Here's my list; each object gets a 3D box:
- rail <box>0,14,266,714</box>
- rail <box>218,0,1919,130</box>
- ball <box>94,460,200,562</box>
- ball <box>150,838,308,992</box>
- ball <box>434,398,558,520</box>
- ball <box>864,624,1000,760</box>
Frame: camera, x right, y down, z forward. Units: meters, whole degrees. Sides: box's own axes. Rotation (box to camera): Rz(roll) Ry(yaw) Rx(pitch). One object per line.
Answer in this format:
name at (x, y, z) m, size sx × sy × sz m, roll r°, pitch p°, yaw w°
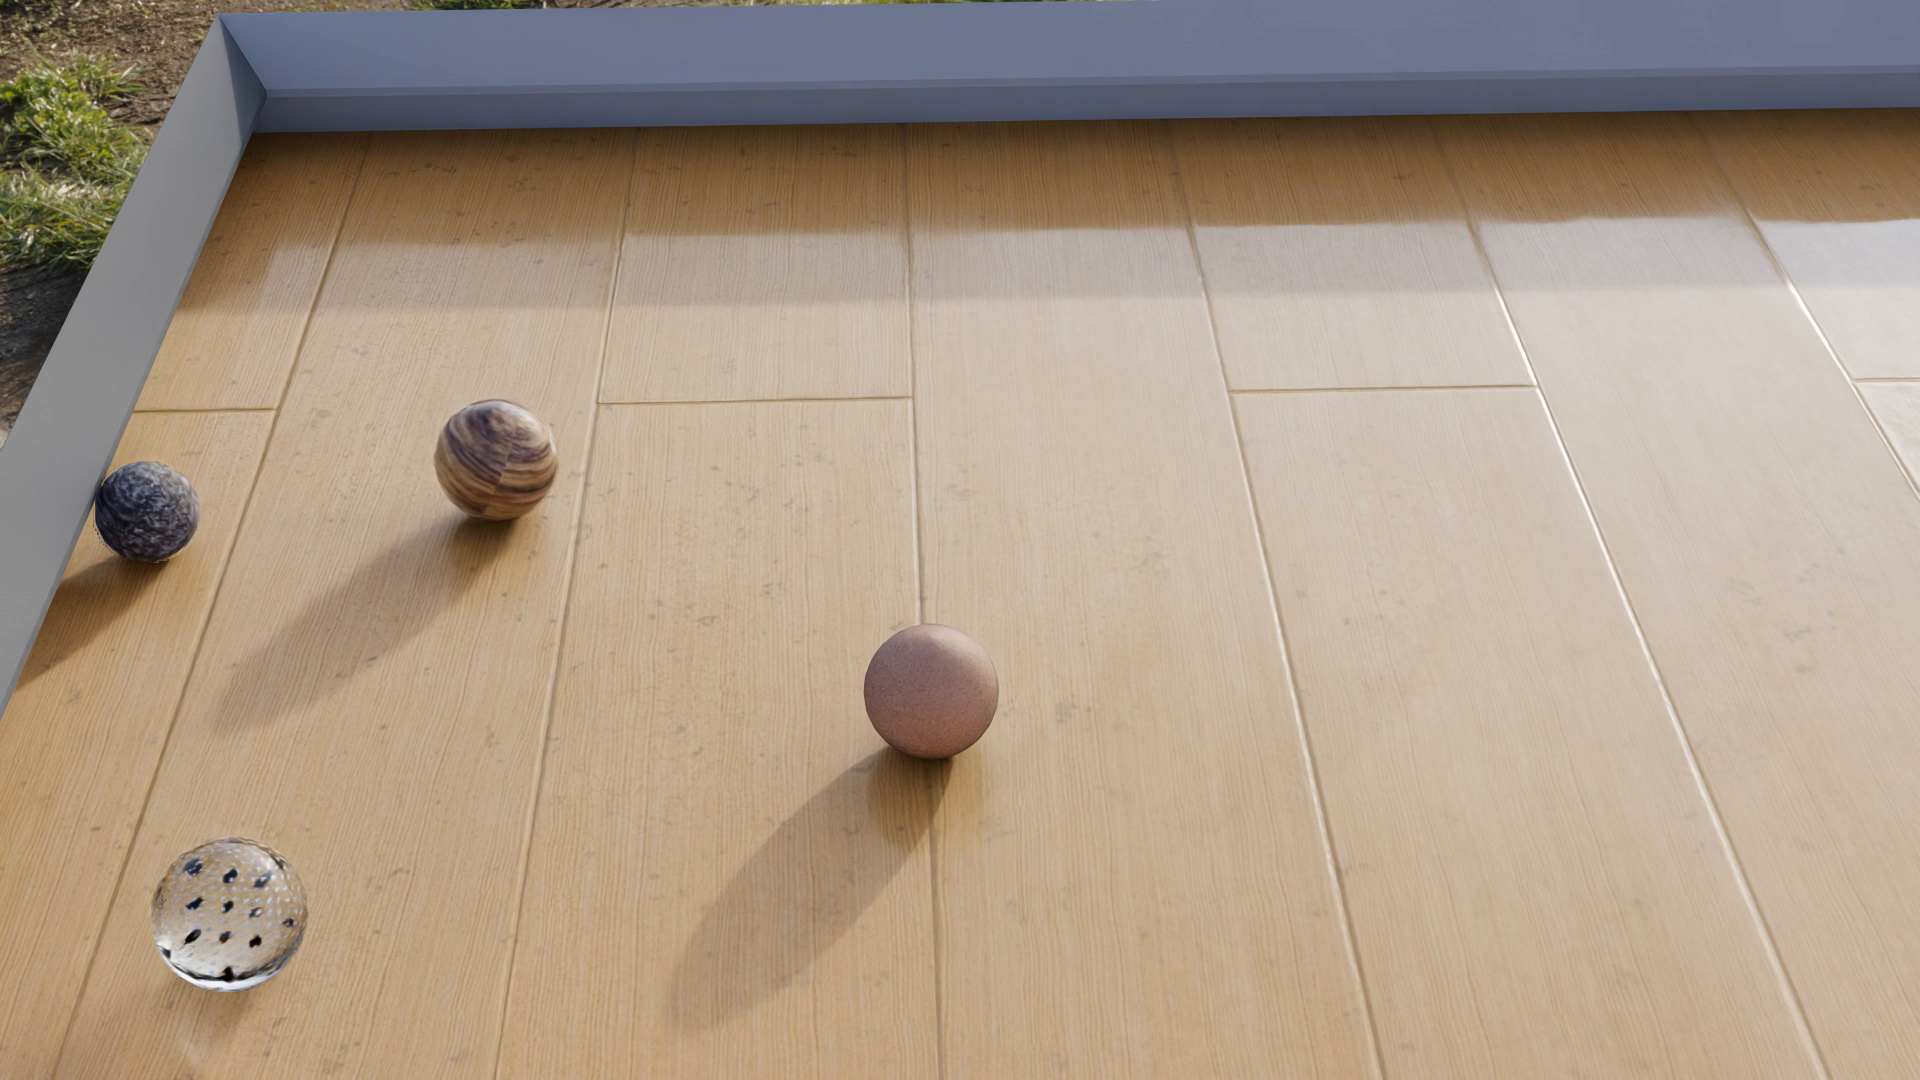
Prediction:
rail at (-0.633, -0.004, 1.775) m, size 0.045 × 0.118 × 1.496 m, roll -1°, pitch 35°, yaw -2°
rail at (0.631, -0.447, 2.404) m, size 2.628 × 0.118 × 0.045 m, roll -1°, pitch 35°, yaw -2°
ball at (-0.583, -0.021, 1.841) m, size 0.072 × 0.072 × 0.072 m, roll 0°, pitch 35°, yaw 0°
ball at (-0.424, 0.217, 1.489) m, size 0.088 × 0.088 × 0.088 m, roll 0°, pitch 35°, yaw 0°
ball at (-0.340, -0.059, 1.880) m, size 0.089 × 0.089 × 0.089 m, roll 0°, pitch 35°, yaw 0°
ball at (-0.019, 0.098, 1.659) m, size 0.088 × 0.088 × 0.088 m, roll 0°, pitch 35°, yaw 0°
